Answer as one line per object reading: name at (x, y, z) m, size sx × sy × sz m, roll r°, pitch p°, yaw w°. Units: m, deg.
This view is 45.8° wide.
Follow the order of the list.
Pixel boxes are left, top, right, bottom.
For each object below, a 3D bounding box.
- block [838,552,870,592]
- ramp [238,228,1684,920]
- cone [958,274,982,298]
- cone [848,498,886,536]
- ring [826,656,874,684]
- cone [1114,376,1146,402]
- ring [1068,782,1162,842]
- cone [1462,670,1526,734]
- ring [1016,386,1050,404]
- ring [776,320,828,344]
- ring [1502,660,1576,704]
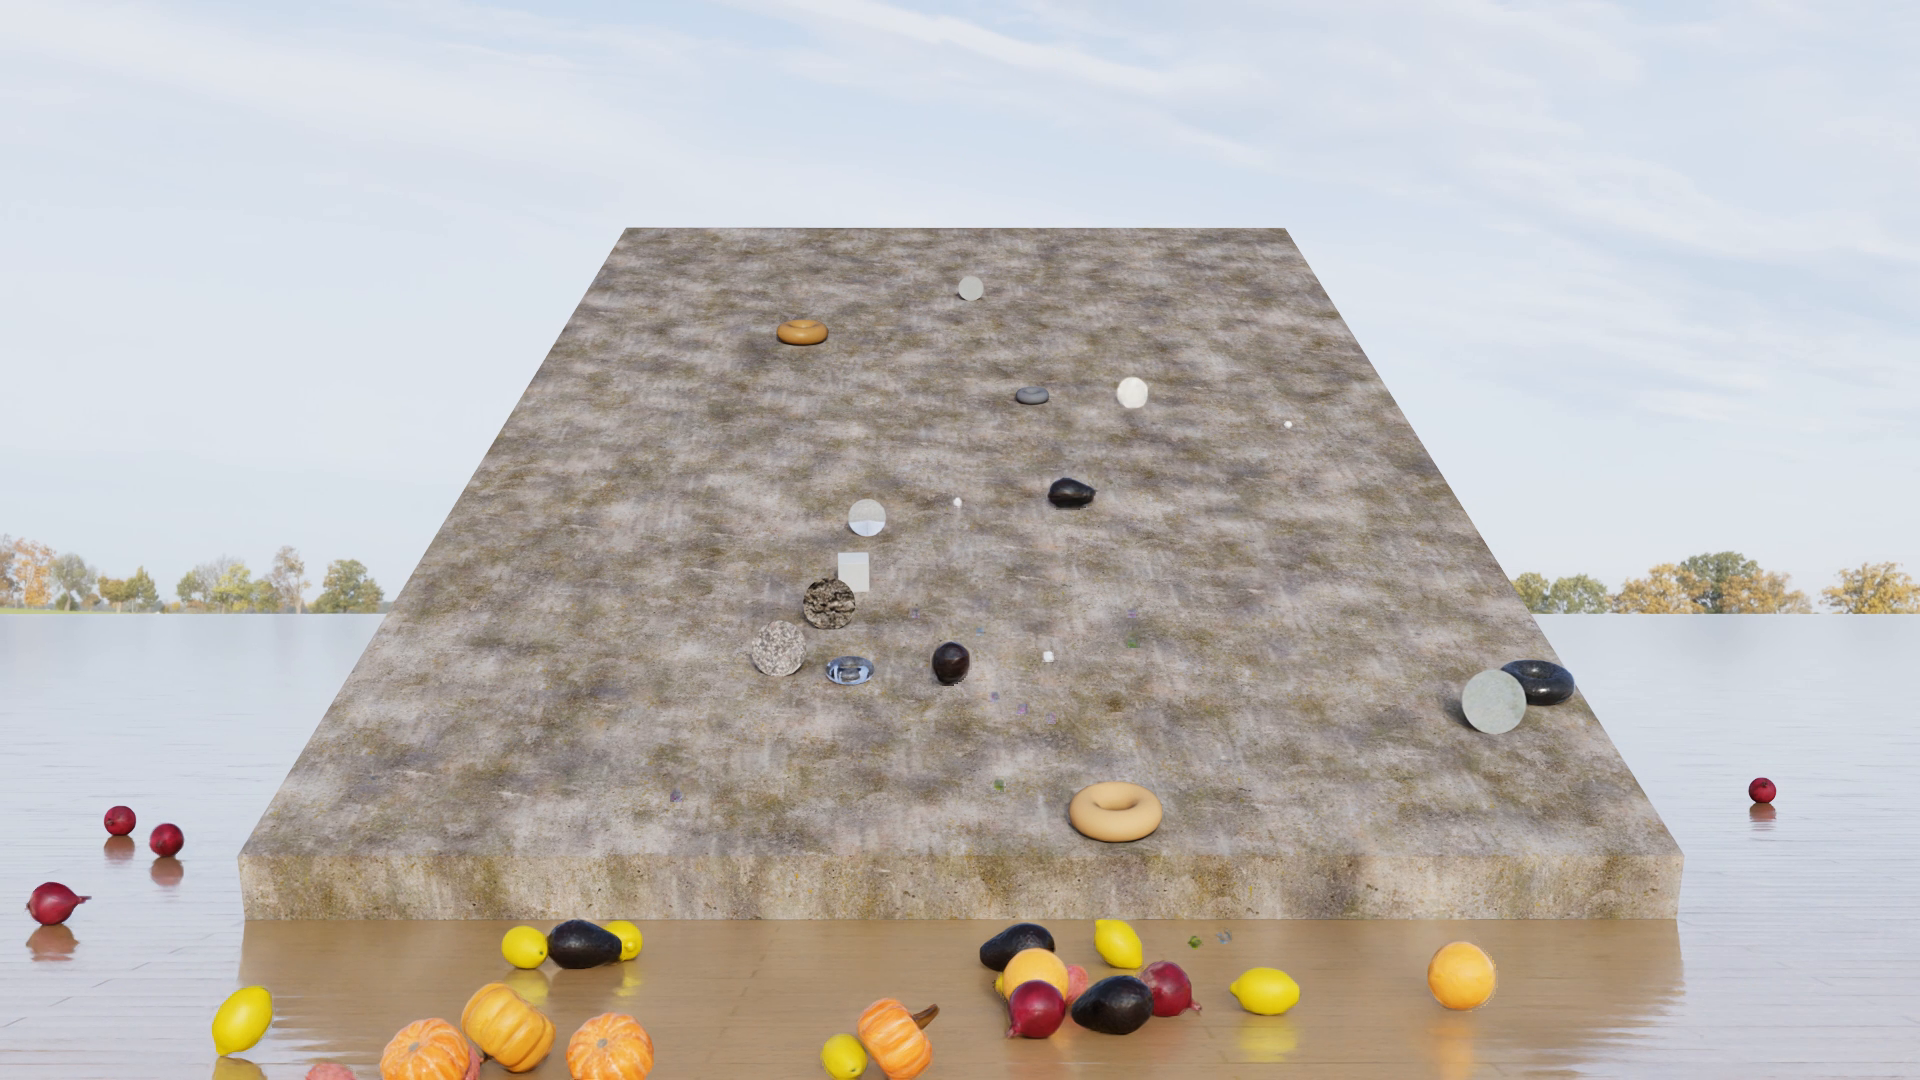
block at (-0.191, 0.058, 4.083) m, size 0.055 × 0.055 × 0.055 m, roll -1°, pitch 20°, yaw -3°
ramp at (-0.005, -0.209, 5.031) m, size 2.000 × 0.100 × 4.000 m, roll 0°, pitch 20°, yaw 0°
cone at (0.028, -0.667, 6.084) m, size 0.067 × 0.067 × 0.067 m, roll 0°, pitch -18°, yaw 4°
cone at (-0.179, -0.039, 4.378) m, size 0.072 × 0.072 × 0.072 m, roll 0°, pitch -6°, yaw -2°
ring at (-0.179, 0.212, 3.706) m, size 0.080 × 0.027 × 0.080 m, roll 1°, pitch 19°, yaw 0°
cone at (0.388, -0.328, 5.164) m, size 0.071 × 0.071 × 0.071 m, roll 0°, pitch -23°, yaw 7°
ring at (0.220, 0.384, 3.216) m, size 0.134 × 0.045 × 0.134 m, roll -1°, pitch 21°, yaw 0°
cone at (0.825, 0.256, 3.565) m, size 0.100 × 0.100 × 0.100 m, roll 0°, pitch -6°, yaw -2°
ring at (0.165, -0.329, 5.176) m, size 0.077 × 0.026 × 0.077 m, roll 0°, pitch 22°, yaw 0°
ring at (-0.393, -0.518, 5.661) m, size 0.130 × 0.043 × 0.130 m, roll 1°, pitch 19°, yaw 0°
ring at (0.925, 0.228, 3.648) m, size 0.123 × 0.041 × 0.123 m, roll 1°, pitch 19°, yaw 0°
